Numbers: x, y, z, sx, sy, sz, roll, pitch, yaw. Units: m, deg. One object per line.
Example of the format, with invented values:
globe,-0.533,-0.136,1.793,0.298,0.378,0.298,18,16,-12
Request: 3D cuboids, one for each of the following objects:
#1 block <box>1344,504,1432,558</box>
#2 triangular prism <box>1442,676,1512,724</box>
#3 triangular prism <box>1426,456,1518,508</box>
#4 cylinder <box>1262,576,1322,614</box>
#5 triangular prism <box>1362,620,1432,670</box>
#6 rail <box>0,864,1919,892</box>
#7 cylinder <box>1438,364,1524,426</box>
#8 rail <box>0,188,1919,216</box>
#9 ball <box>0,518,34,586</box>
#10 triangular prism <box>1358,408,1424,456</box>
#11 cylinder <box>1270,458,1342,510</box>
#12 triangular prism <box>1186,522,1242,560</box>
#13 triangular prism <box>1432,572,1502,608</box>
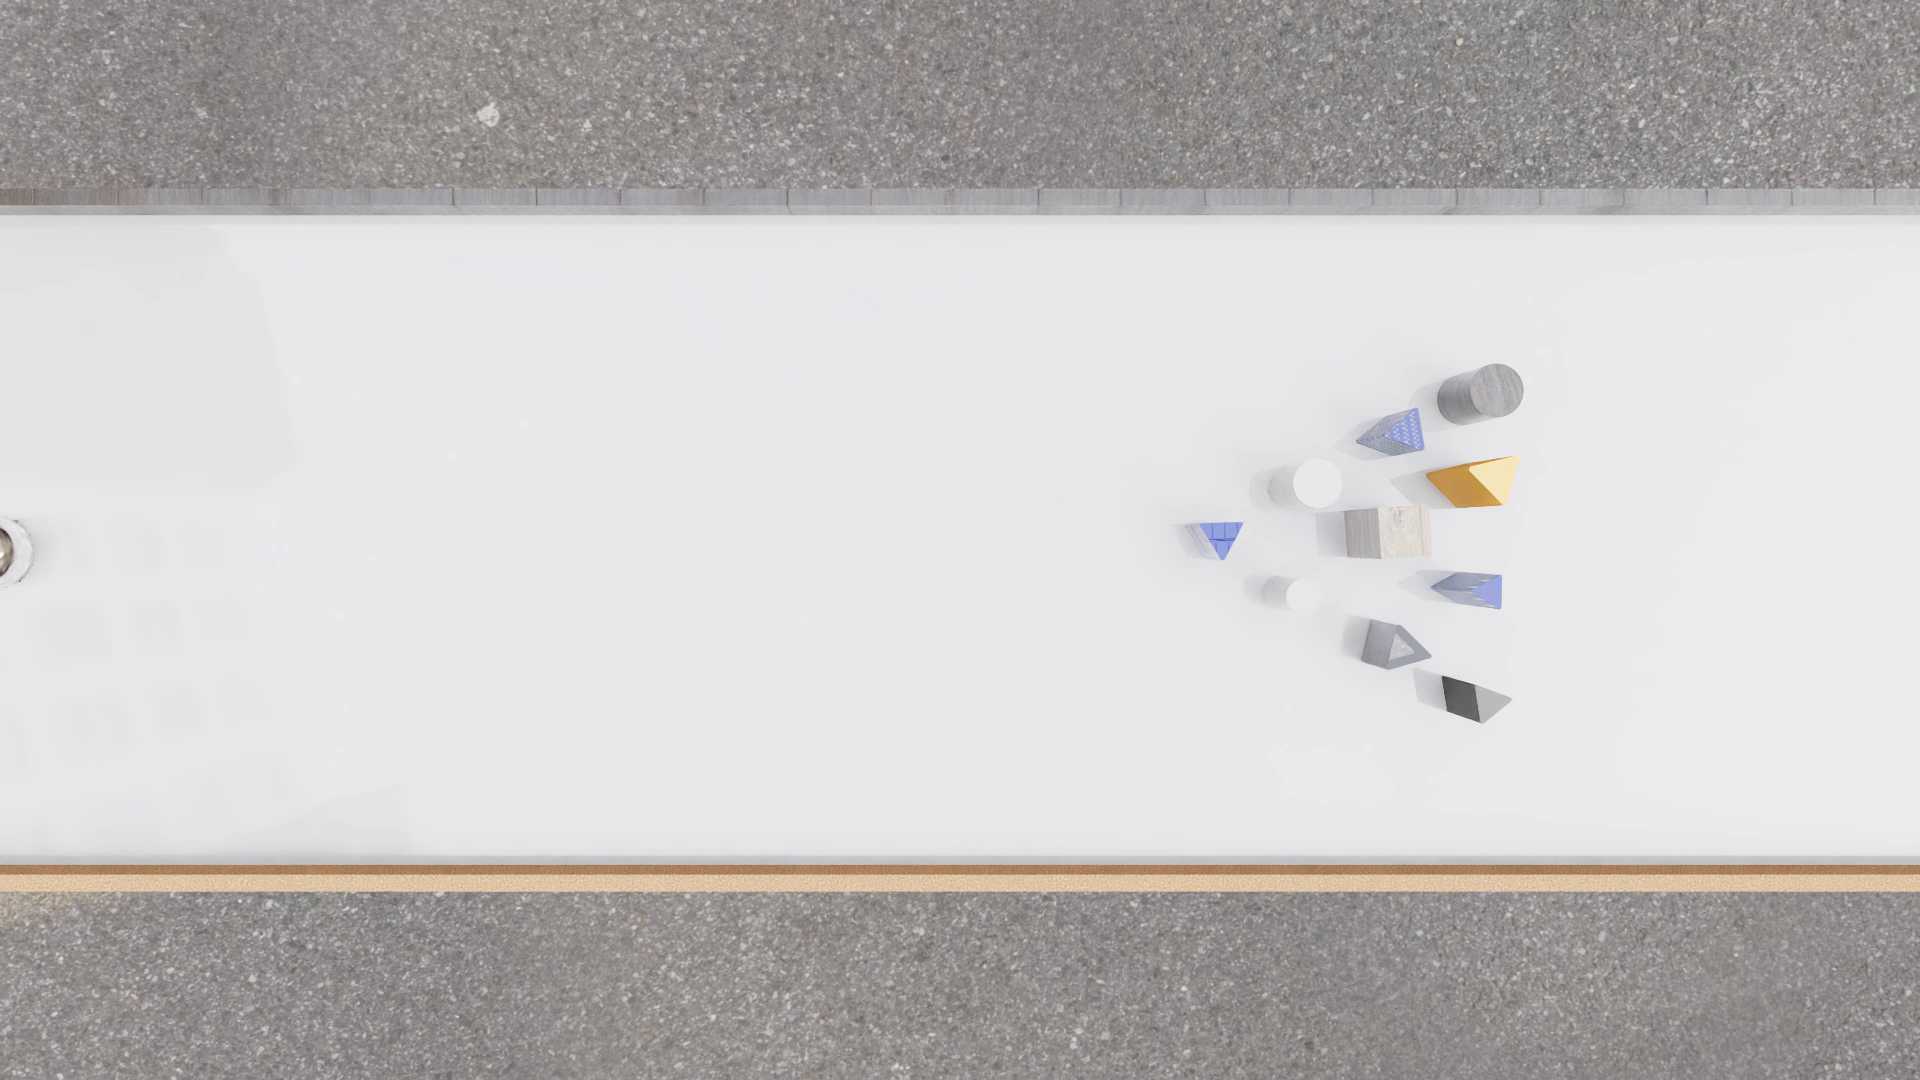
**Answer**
block,1.259,-0.024,4.871,0.145,0.412,0.145,-4,90,0
triangular prism,1.515,0.456,4.913,0.113,0.328,0.098,-39,90,0
triangular prism,1.529,-0.193,4.860,0.125,0.433,0.144,-44,90,0
cylinder,0.982,0.162,4.894,0.102,0.365,0.102,0,90,0
triangular prism,1.285,0.300,4.924,0.135,0.306,0.117,-16,90,0
rail,-2.247,1.025,5.001,12.000,0.150,0.050,0,90,0
cylinder,1.547,-0.431,4.914,0.156,0.325,0.156,0,90,0
rail,-2.247,-1.025,5.002,12.000,0.150,0.050,0,90,0
ball,-2.916,0.036,4.969,0.216,0.216,0.216,0,90,0
triangular prism,1.296,-0.331,4.910,0.123,0.334,0.107,20,90,0
cylinder,1.022,-0.162,4.893,0.141,0.367,0.141,0,90,0
triangular prism,0.770,-0.022,4.912,0.107,0.330,0.123,-32,90,0
triangular prism,1.513,0.135,4.876,0.098,0.401,0.085,31,90,0
